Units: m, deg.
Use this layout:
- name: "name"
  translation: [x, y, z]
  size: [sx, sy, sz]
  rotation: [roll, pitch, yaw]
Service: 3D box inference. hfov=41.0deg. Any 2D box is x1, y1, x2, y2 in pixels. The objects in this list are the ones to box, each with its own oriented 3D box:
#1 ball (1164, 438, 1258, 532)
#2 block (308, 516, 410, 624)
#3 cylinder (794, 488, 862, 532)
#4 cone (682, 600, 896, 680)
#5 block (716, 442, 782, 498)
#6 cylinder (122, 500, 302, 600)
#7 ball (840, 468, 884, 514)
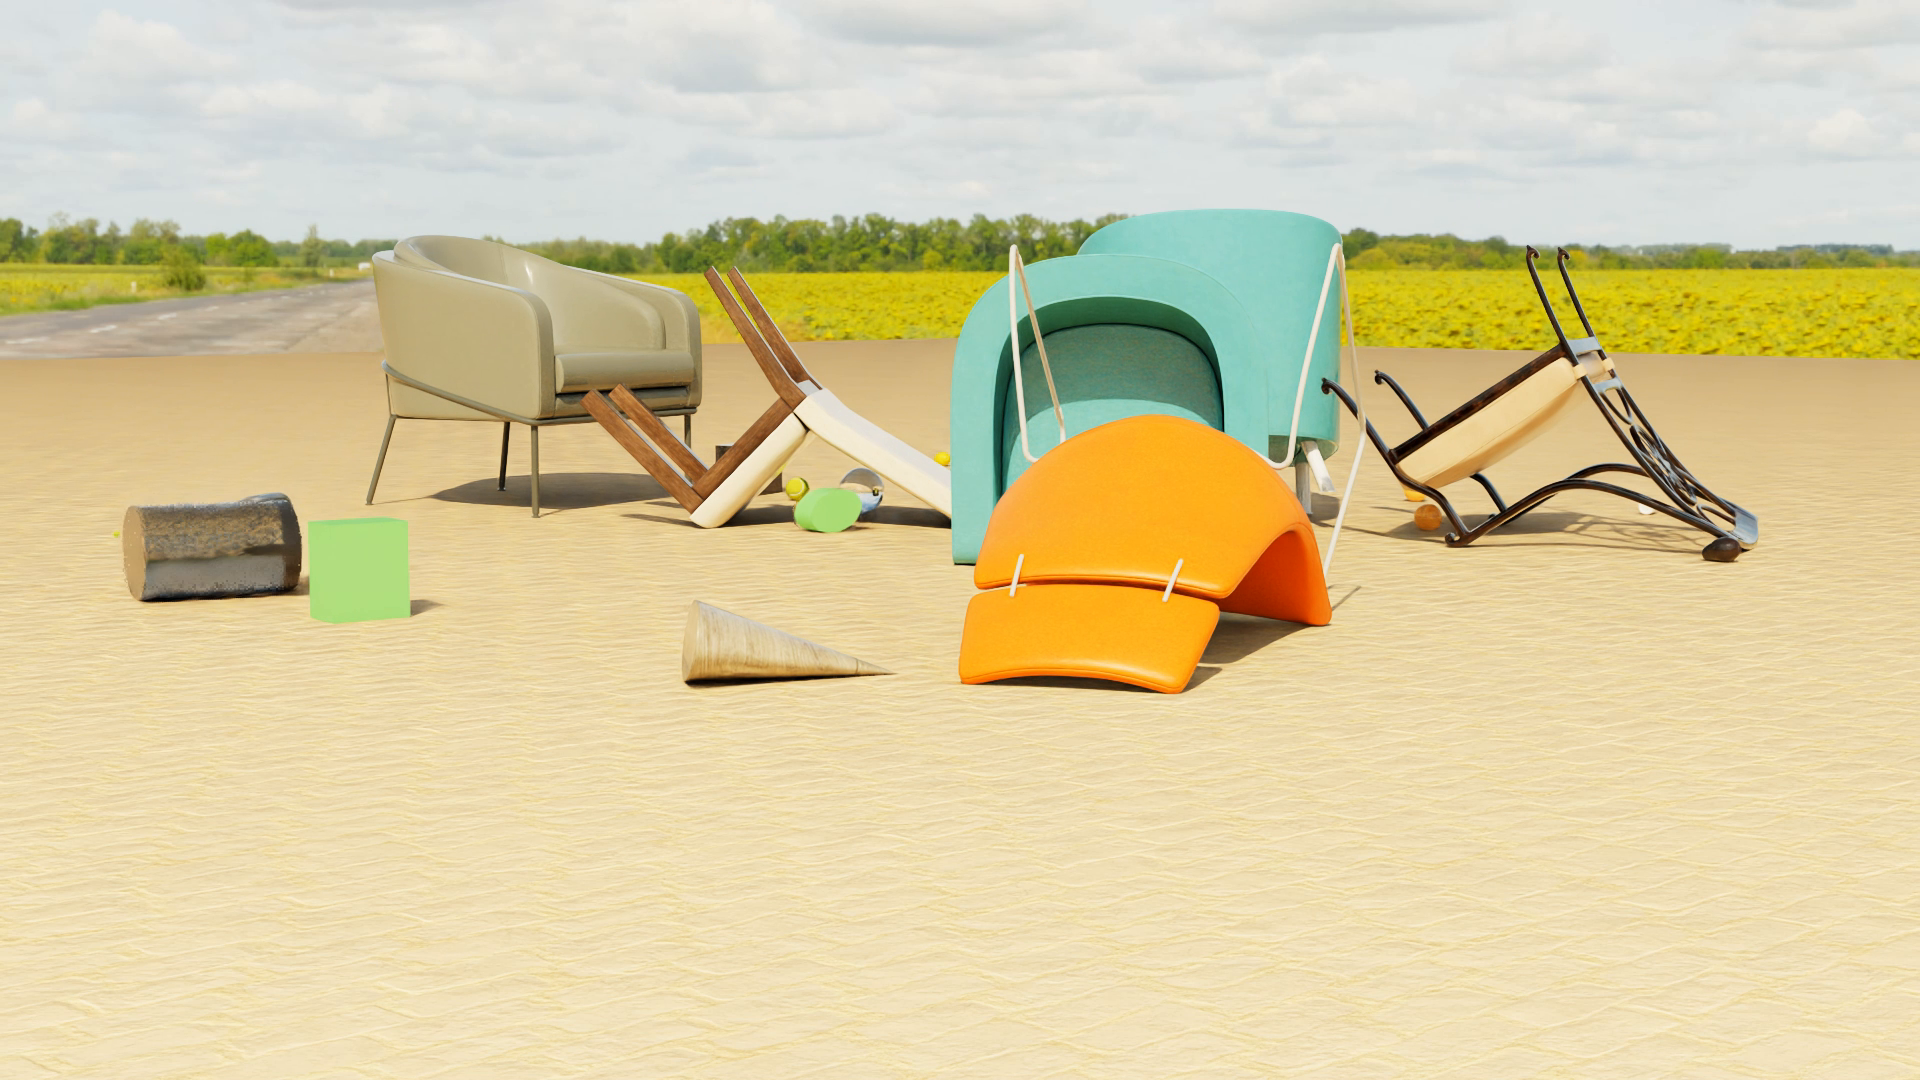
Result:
- name: "ball"
  translation: [0.647, -0.141, 6.614]
  size: [0.240, 0.240, 0.240]
  rotation: [0, 6, 0]
- name: "block"
  translation: [-1.158, 0.057, 4.945]
  size: [0.158, 0.188, 0.106]
  rotation: [-4, 7, -37]
- name: "cylinder"
  translation: [-0.341, -0.078, 6.627]
  size: [0.154, 0.106, 0.084]
  rotation: [-22, 17, -30]
- name: "cone"
  translation: [-0.272, 0.193, 4.227]
  size: [0.351, 0.131, 0.315]
  rotation: [10, 3, -9]
- name: "block"
  translation: [-0.637, -0.215, 7.748]
  size: [0.111, 0.153, 0.209]
  rotation: [3, 6, 25]
- name: "cylinder"
  translation: [-1.545, 0.019, 5.294]
  size: [0.308, 0.191, 0.289]
  rotation: [-3, 3, -27]
- name: "ball"
  translation: [-0.273, -0.139, 7.135]
  size: [0.127, 0.127, 0.127]
  rotation: [0, 6, 0]
